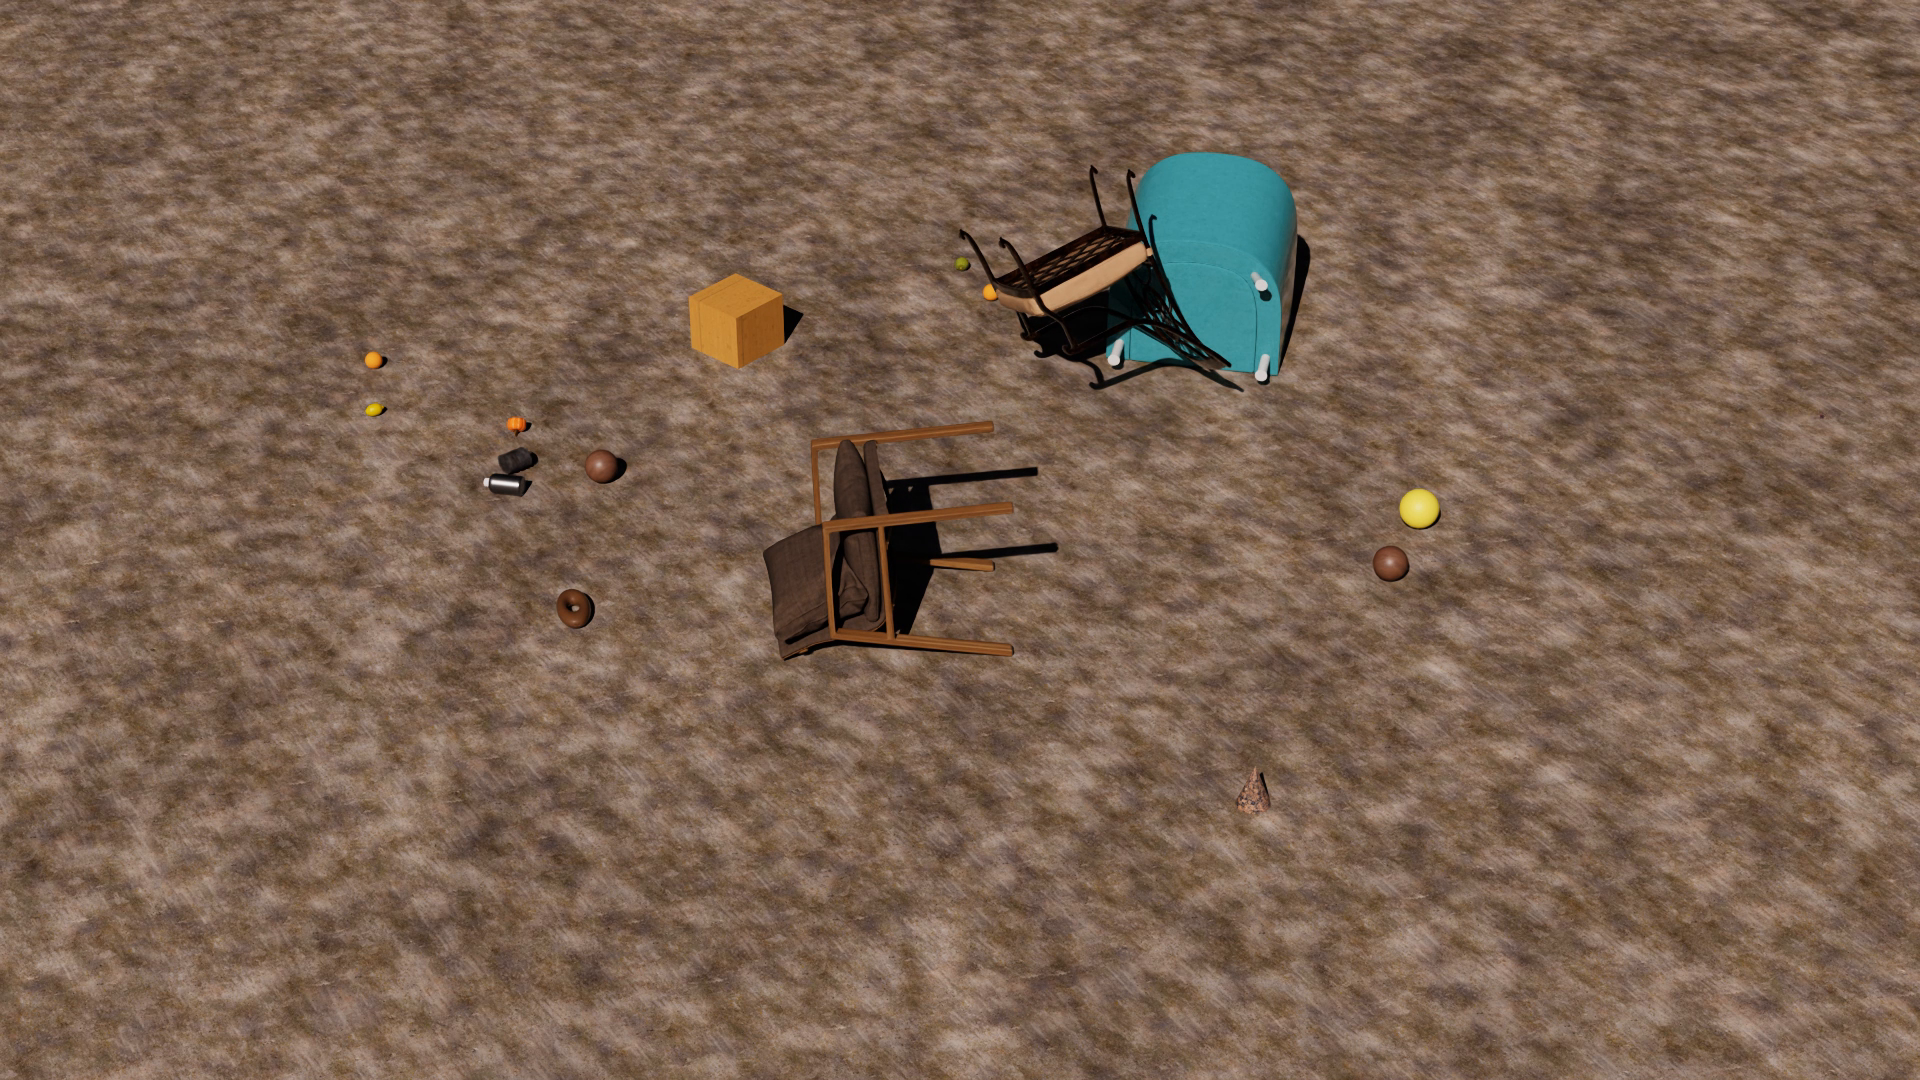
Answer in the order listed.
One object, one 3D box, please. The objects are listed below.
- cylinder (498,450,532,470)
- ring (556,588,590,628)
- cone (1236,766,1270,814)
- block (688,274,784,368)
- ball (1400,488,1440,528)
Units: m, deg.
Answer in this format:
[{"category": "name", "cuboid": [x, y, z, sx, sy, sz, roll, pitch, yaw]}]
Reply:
[{"category": "cylinder", "cuboid": [-1.721, -0.308, 11.344, 0.096, 0.075, 0.096, 5, 9, 38]}, {"category": "ring", "cuboid": [-1.387, 0.245, 10.525, 0.122, 0.053, 0.222, -9, 34, -11]}, {"category": "cone", "cuboid": [0.962, 0.800, 9.587, 0.118, 0.158, 0.105, -3, 34, -5]}, {"category": "block", "cuboid": [-0.921, -0.904, 12.100, 0.273, 0.238, 0.271, 26, 41, 33]}, {"category": "ball", "cuboid": [1.721, -0.118, 10.986, 0.150, 0.150, 0.150, 0, 33, 0]}]
